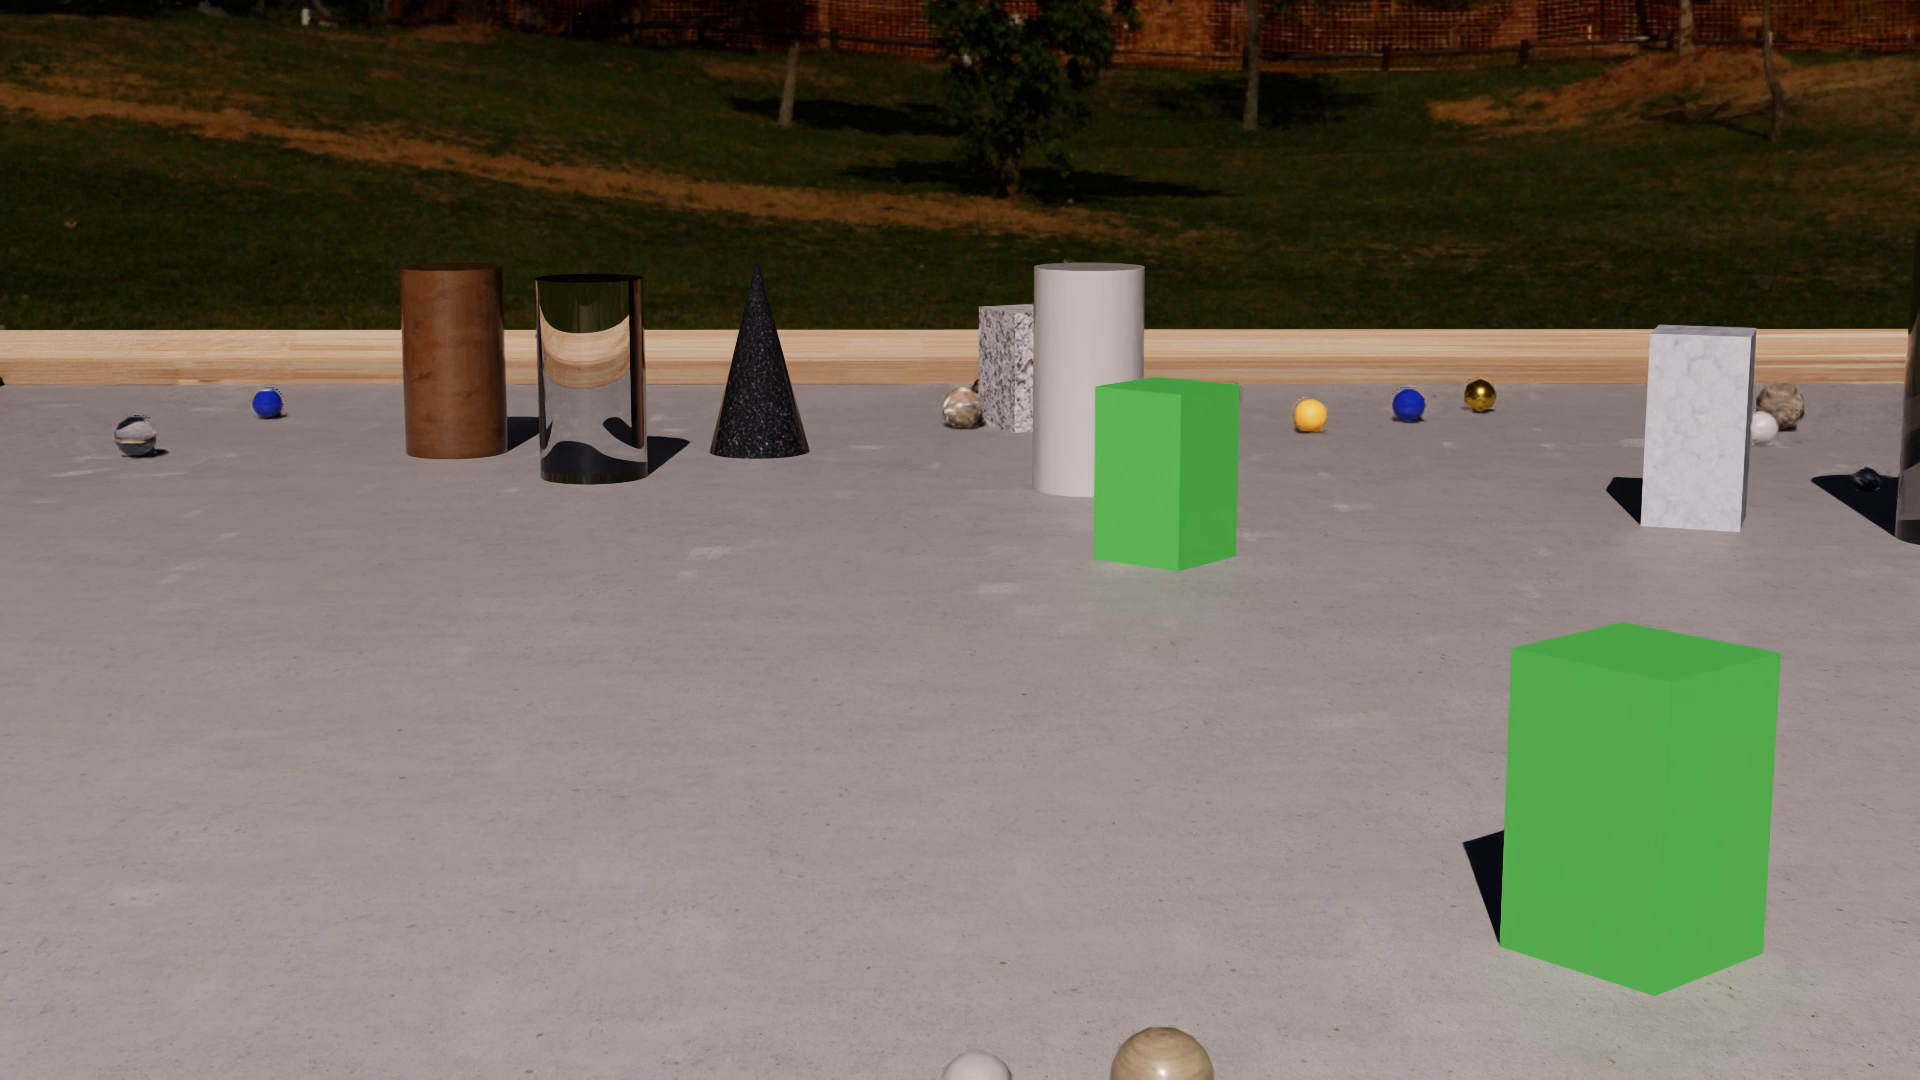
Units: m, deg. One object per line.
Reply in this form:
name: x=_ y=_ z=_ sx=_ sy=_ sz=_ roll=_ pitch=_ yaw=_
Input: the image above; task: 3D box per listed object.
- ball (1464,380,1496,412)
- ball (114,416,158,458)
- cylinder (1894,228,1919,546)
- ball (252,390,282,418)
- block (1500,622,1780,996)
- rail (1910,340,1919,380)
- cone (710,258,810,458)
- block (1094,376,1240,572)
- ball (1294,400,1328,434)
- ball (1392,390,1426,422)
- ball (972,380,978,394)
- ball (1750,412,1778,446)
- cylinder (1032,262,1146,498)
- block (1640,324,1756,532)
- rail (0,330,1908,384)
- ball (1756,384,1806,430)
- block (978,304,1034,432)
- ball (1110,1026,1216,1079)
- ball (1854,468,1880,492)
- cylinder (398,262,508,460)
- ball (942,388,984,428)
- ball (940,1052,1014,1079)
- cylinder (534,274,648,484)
ball: x=1.096 y=-0.304 z=5.408 sx=0.068 sy=0.068 sz=0.068 roll=0 pitch=11 yaw=0
ball: x=-1.537 y=-0.192 z=4.786 sx=0.076 sy=0.076 sz=0.076 roll=0 pitch=11 yaw=0
cylinder: x=1.546 y=-0.235 z=3.926 sx=0.190 sy=0.474 sz=0.190 roll=0 pitch=11 yaw=0
ball: x=-1.433 y=-0.281 z=5.308 sx=0.061 sy=0.061 sz=0.061 roll=0 pitch=11 yaw=0
block: x=0.558 y=0.215 z=2.109 sx=0.152 sy=0.255 sz=0.152 roll=-9 pitch=14 yaw=-40
rail: x=2.198 y=0.029 z=3.462 sx=0.045 sy=0.123 sz=4.923 roll=0 pitch=11 yaw=0
cone: x=-0.380 y=-0.348 z=4.834 sx=0.190 sy=0.366 sz=0.190 roll=0 pitch=11 yaw=0
block: x=0.306 y=-0.101 z=3.799 sx=0.152 sy=0.258 sz=0.152 roll=9 pitch=14 yaw=38
ball: x=0.696 y=-0.246 z=5.098 sx=0.068 sy=0.068 sz=0.068 roll=0 pitch=11 yaw=0
ball: x=0.920 y=-0.275 z=5.257 sx=0.067 sy=0.067 sz=0.067 roll=0 pitch=11 yaw=0
ball: x=0.064 y=-0.297 z=5.291 sx=0.088 sy=0.088 sz=0.088 roll=0 pitch=11 yaw=0
ball: x=1.539 y=-0.214 z=4.933 sx=0.066 sy=0.066 sz=0.066 roll=0 pitch=11 yaw=0
cylinder: x=0.221 y=-0.278 z=4.409 sx=0.190 sy=0.383 sz=0.190 roll=0 pitch=11 yaw=0
block: x=1.181 y=-0.181 z=4.100 sx=0.152 sy=0.306 sz=0.152 roll=4 pitch=11 yaw=20
rail: x=-0.014 y=-0.415 z=5.846 sx=4.443 sy=0.123 sz=0.045 roll=0 pitch=11 yaw=0
ball: x=1.641 y=-0.266 z=5.133 sx=0.095 sy=0.095 sz=0.095 roll=0 pitch=11 yaw=0
block: x=0.141 y=-0.349 z=5.185 sx=0.152 sy=0.239 sz=0.152 roll=-5 pitch=12 yaw=-27
ball: x=0.139 y=0.372 z=1.767 sx=0.073 sy=0.073 sz=0.073 roll=0 pitch=11 yaw=0
ball: x=1.556 y=-0.103 z=4.402 sx=0.041 sy=0.041 sz=0.041 roll=0 pitch=11 yaw=0
cylinder: x=-0.952 y=-0.339 z=4.828 sx=0.190 sy=0.350 sz=0.190 roll=0 pitch=11 yaw=0
ball: x=0.005 y=-0.265 z=5.158 sx=0.083 sy=0.083 sz=0.083 roll=0 pitch=11 yaw=0
ball: x=0.012 y=0.381 z=1.774 sx=0.053 sy=0.053 sz=0.053 roll=0 pitch=11 yaw=0
cylinder: x=-0.652 y=-0.287 z=4.543 sx=0.190 sy=0.352 sz=0.190 roll=0 pitch=11 yaw=0
